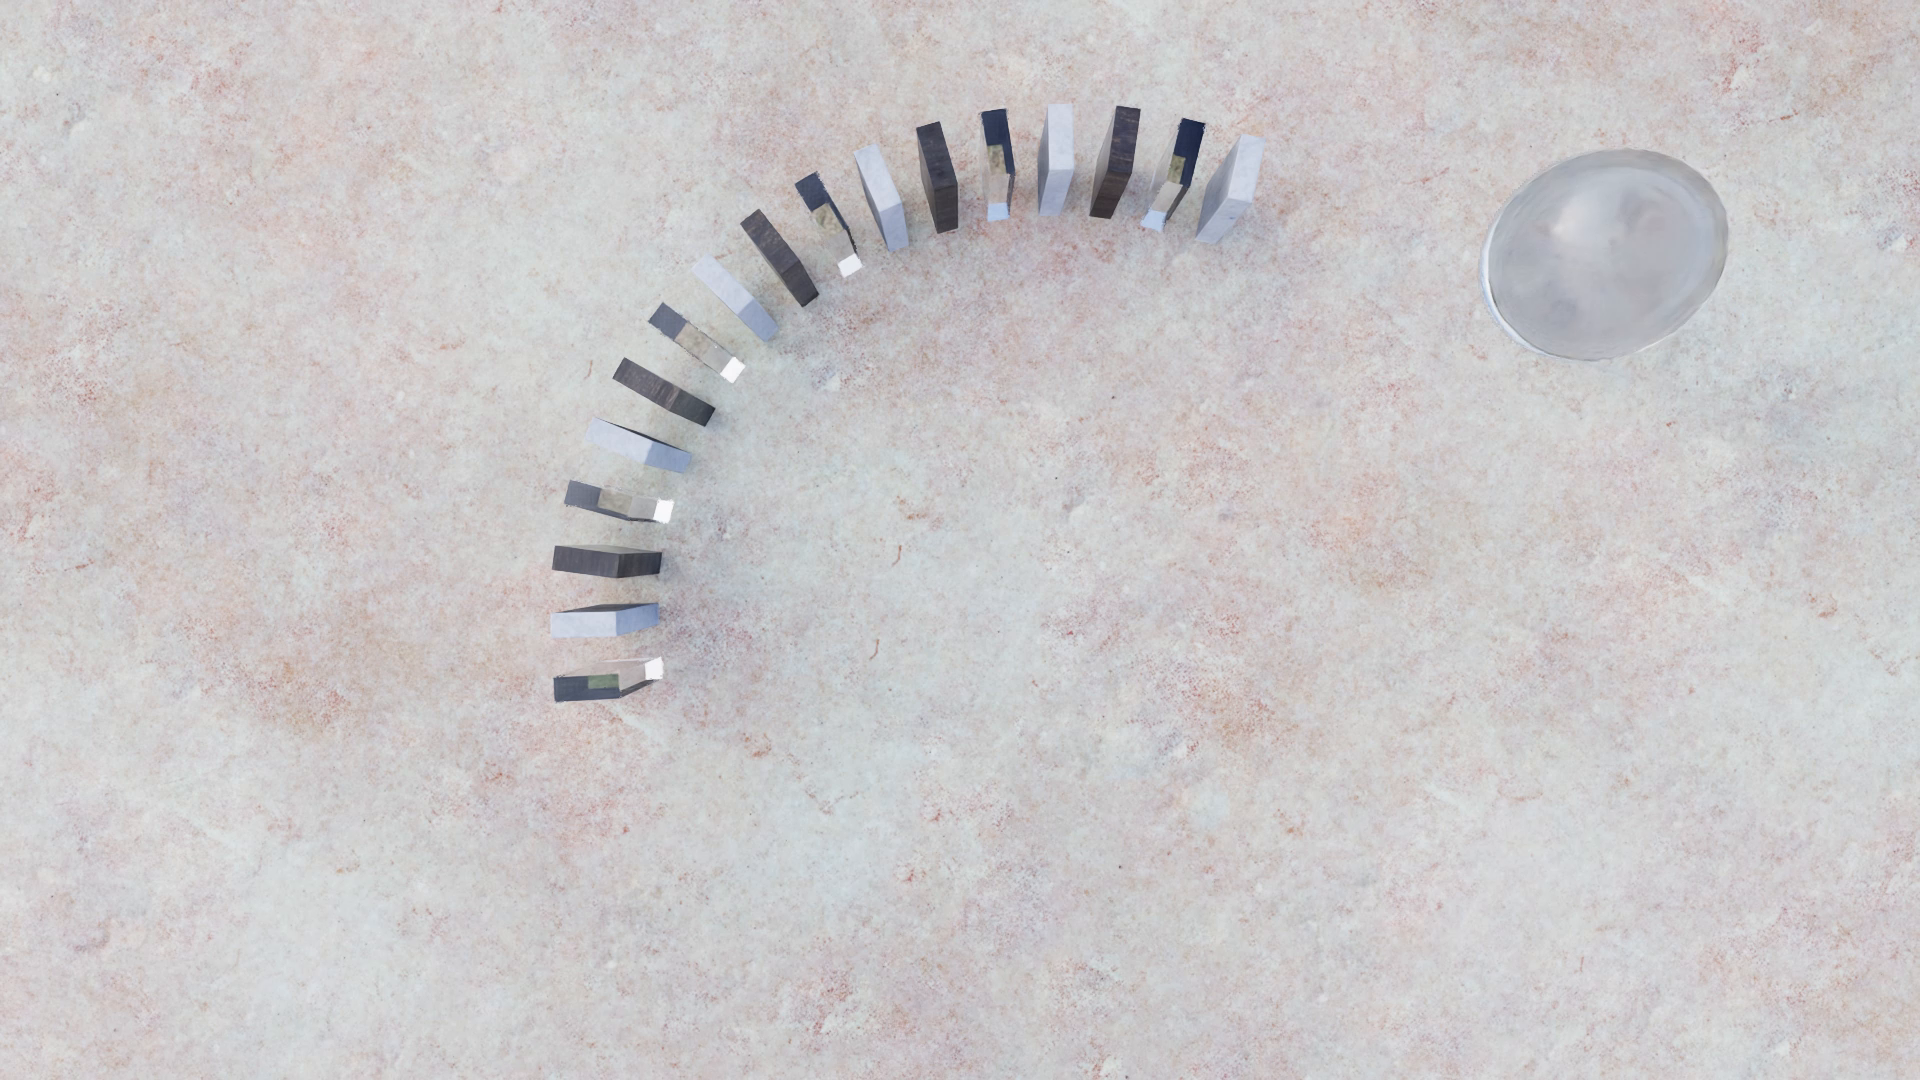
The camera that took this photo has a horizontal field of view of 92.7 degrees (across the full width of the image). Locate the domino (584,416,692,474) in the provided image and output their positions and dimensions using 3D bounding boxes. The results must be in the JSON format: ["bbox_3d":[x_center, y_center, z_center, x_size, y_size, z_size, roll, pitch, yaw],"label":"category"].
[{"bbox_3d":[-0.130,-0.038,0.375,0.025,0.050,0.010,22,90,0],"label":"domino"}]

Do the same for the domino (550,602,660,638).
[{"bbox_3d":[-0.144,0.032,0.375,0.025,0.050,0.010,-1,90,0],"label":"domino"}]

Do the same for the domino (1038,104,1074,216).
[{"bbox_3d":[0.039,-0.154,0.375,0.010,0.050,0.025,-2,90,0],"label":"domino"}]

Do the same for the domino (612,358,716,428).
[{"bbox_3d":[-0.120,-0.060,0.375,0.025,0.050,0.010,30,90,0],"label":"domino"}]

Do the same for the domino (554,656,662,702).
[{"bbox_3d":[-0.143,0.057,0.375,0.025,0.050,0.010,-3,90,0],"label":"domino"}]

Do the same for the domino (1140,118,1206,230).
[{"bbox_3d":[0.086,-0.148,0.375,0.009,0.050,0.025,14,90,0],"label":"domino"}]

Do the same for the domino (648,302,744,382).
[{"bbox_3d":[-0.107,-0.080,0.375,0.025,0.050,0.009,37,90,0],"label":"domino"}]

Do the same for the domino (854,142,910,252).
[{"bbox_3d":[-0.031,-0.139,0.375,0.009,0.050,0.025,-23,90,0],"label":"domino"}]

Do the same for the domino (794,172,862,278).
[{"bbox_3d":[-0.053,-0.128,0.375,0.010,0.050,0.025,-31,90,0],"label":"domino"}]

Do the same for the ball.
[{"bbox_3d":[0.250,-0.111,0.360,0.080,0.080,0.080,0,90,0],"label":"ball"}]

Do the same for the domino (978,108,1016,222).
[{"bbox_3d":[0.015,-0.152,0.375,0.009,0.050,0.025,-9,90,0],"label":"domino"}]

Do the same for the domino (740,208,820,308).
[{"bbox_3d":[-0.073,-0.114,0.375,0.009,0.050,0.025,-38,90,0],"label":"domino"}]

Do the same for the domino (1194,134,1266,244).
[{"bbox_3d":[0.110,-0.142,0.375,0.009,0.050,0.025,13,90,0],"label":"domino"}]

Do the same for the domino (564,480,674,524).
[{"bbox_3d":[-0.138,-0.015,0.375,0.025,0.050,0.009,15,90,0],"label":"domino"}]

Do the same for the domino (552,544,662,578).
[{"bbox_3d":[-0.143,0.008,0.375,0.025,0.050,0.010,8,90,0],"label":"domino"}]

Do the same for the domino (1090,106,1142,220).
[{"bbox_3d":[0.063,-0.153,0.375,0.010,0.050,0.025,8,90,0],"label":"domino"}]

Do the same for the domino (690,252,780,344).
[{"bbox_3d":[-0.091,-0.098,0.375,0.025,0.050,0.010,45,90,0],"label":"domino"}]

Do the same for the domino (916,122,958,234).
[{"bbox_3d":[-0.009,-0.147,0.375,0.010,0.050,0.025,-16,90,0],"label":"domino"}]
